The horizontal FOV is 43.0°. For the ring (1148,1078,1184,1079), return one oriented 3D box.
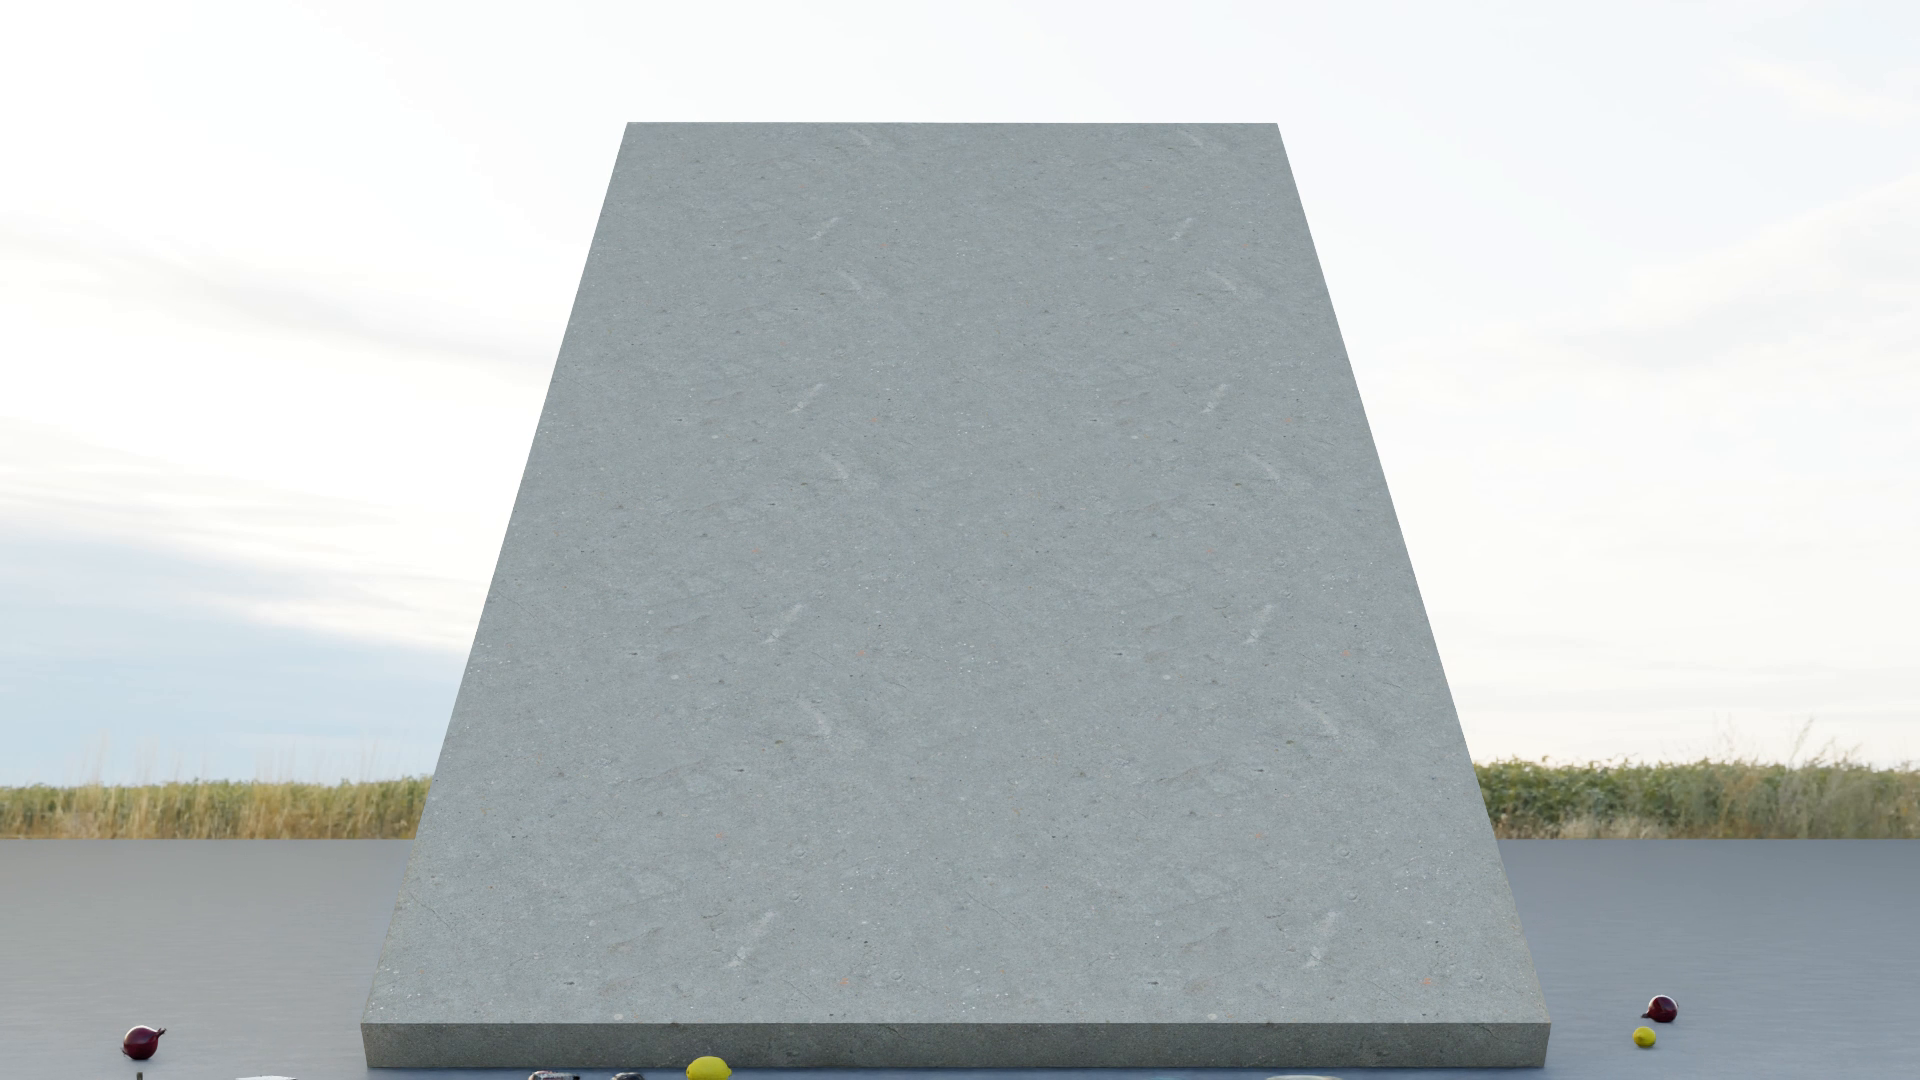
[{"bbox_3d":[0.312,0.827,3.681,0.079,0.026,0.079,1,-6,0],"label":"ring"}]

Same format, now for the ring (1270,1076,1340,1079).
[{"bbox_3d":[0.500,0.798,3.515,0.136,0.045,0.136,0,-8,0],"label":"ring"}]

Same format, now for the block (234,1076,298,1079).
[{"bbox_3d":[-0.951,0.769,3.341,0.061,0.061,0.061,-6,-9,41],"label":"block"}]

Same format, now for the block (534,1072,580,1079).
[{"bbox_3d":[-0.573,0.787,3.463,0.053,0.053,0.053,3,-8,-24],"label":"block"}]

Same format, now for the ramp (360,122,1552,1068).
[{"bbox_3d":[-0.015,-0.195,5.825,2.000,0.100,4.000,0,32,0],"label":"ramp"}]
